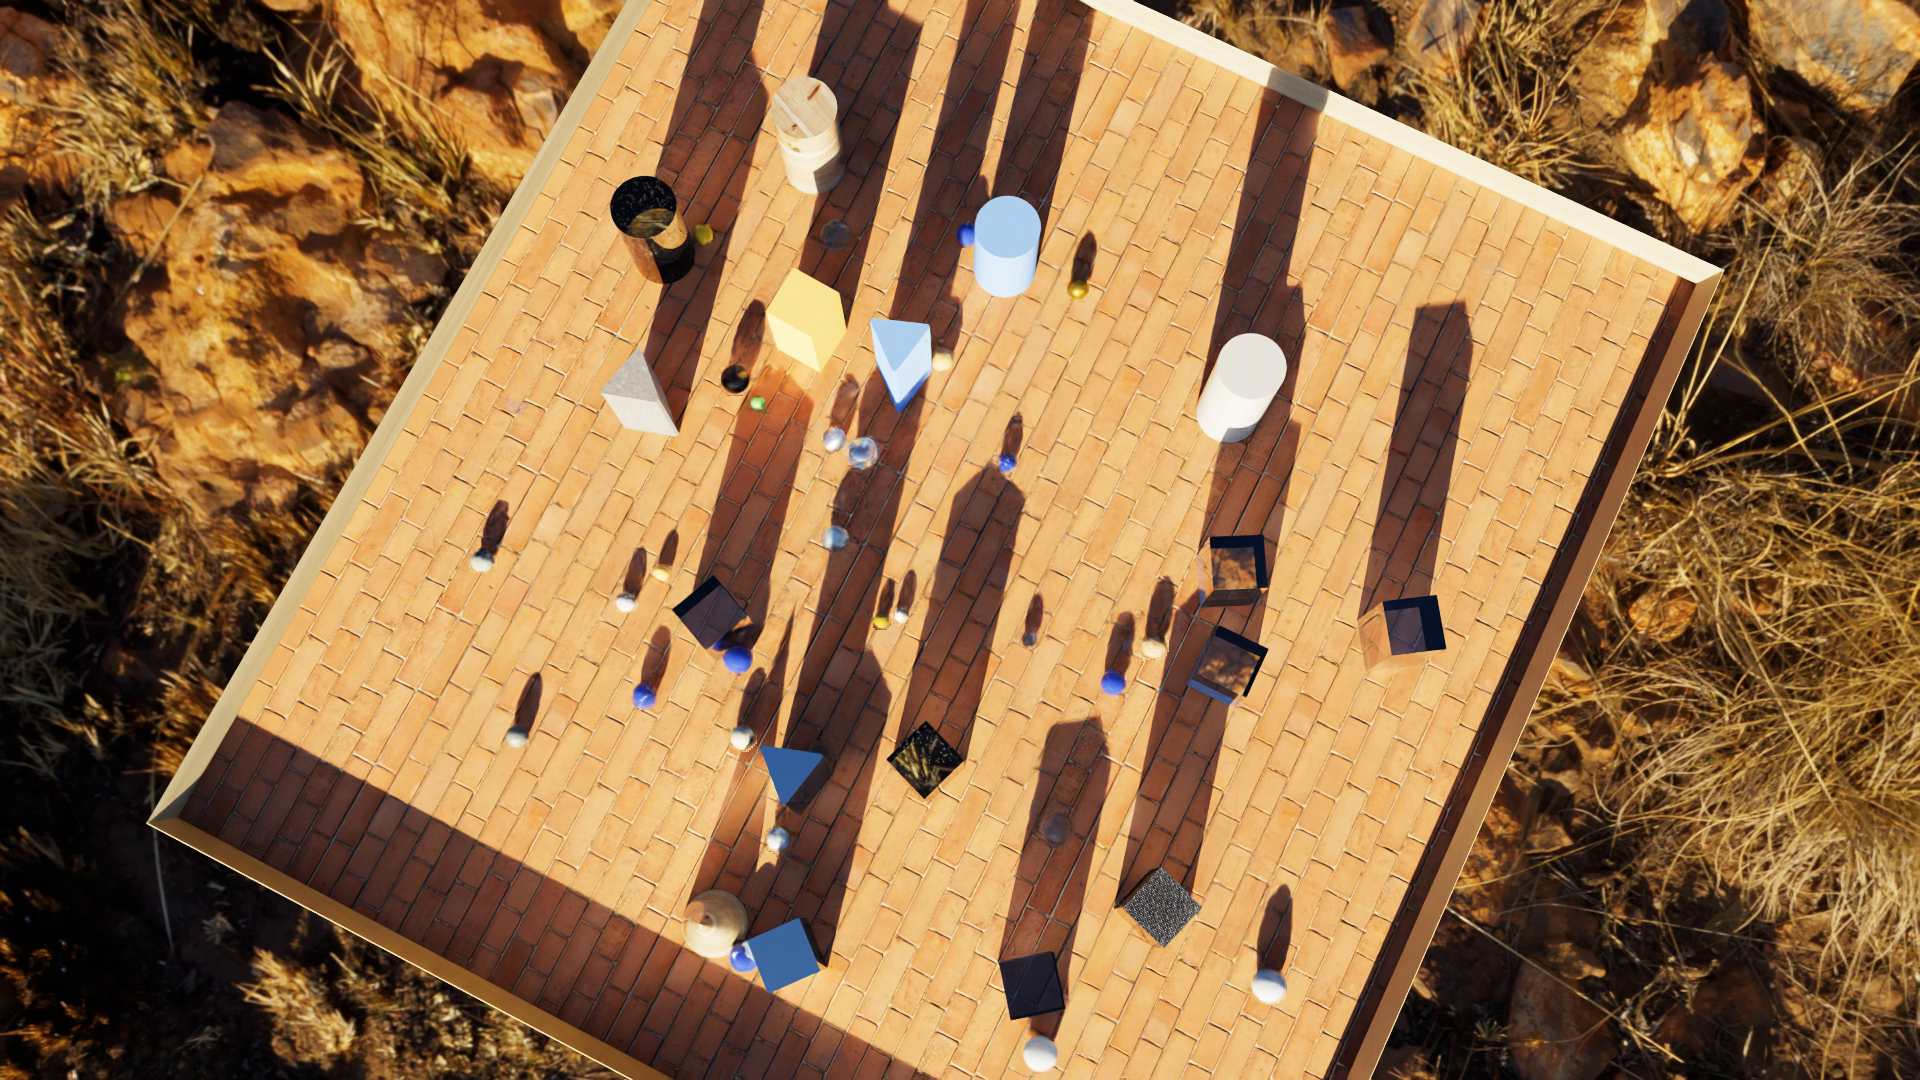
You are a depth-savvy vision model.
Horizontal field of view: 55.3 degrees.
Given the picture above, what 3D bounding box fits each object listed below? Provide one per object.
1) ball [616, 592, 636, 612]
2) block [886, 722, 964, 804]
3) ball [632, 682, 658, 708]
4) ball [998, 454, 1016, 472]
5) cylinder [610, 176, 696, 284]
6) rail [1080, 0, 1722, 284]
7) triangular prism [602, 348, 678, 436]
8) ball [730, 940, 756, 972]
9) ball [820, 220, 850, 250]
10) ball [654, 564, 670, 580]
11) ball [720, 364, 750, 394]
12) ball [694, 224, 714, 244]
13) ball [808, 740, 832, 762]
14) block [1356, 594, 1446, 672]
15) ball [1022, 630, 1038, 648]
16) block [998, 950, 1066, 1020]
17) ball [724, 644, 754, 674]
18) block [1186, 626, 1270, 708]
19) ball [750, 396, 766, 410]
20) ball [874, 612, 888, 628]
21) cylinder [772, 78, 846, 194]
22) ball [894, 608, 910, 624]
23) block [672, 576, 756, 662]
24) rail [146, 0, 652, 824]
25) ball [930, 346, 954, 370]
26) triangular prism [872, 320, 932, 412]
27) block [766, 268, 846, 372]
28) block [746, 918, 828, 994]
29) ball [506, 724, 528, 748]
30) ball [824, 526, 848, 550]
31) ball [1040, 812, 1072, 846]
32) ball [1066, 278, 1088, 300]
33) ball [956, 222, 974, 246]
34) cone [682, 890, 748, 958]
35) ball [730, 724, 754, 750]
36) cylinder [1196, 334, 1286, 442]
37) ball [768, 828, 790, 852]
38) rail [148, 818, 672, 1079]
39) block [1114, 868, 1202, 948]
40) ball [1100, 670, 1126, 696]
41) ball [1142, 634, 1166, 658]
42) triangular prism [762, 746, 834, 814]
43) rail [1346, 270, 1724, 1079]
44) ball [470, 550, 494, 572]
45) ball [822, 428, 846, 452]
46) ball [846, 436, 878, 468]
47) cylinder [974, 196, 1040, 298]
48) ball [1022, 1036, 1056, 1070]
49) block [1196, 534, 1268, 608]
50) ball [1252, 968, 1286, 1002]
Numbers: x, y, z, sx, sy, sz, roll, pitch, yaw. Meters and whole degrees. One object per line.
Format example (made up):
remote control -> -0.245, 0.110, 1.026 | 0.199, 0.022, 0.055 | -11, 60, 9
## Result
ball -> -1.011, 0.188, 5.547 | 0.060, 0.060, 0.060 | 0, 78, 0
block -> -0.099, 0.652, 5.335 | 0.158, 0.287, 0.158 | -43, 82, -8
ball -> -0.944, 0.463, 5.483 | 0.074, 0.074, 0.074 | 0, 78, 0
ball -> 0.145, -0.237, 5.636 | 0.058, 0.058, 0.058 | 0, 78, 0
cylinder -> -0.936, -0.944, 5.609 | 0.197, 0.397, 0.197 | 0, 78, 0
rail -> 0.800, -1.560, 5.873 | 3.467, 0.128, 0.045 | 26, 80, 5
triangular prism -> -0.946, -0.449, 5.513 | 0.171, 0.384, 0.148 | 9, 78, 2
ball -> -0.624, 1.209, 5.320 | 0.091, 0.091, 0.091 | 0, 78, 0
ball -> -0.391, -0.960, 5.767 | 0.095, 0.095, 0.095 | 0, 78, 0
ball -> -0.908, 0.099, 5.571 | 0.048, 0.048, 0.048 | 0, 78, 0
ball -> -0.696, -0.498, 5.673 | 0.092, 0.092, 0.092 | 0, 78, 0
ball -> -0.809, -0.964, 5.784 | 0.062, 0.062, 0.062 | 0, 78, 0
ball -> -0.415, 0.632, 5.444 | 0.074, 0.074, 0.074 | 0, 78, 0
block -> 1.293, 0.277, 5.384 | 0.158, 0.343, 0.158 | -7, 78, -1
ball -> 0.209, 0.299, 5.529 | 0.050, 0.050, 0.050 | 0, 78, 0
block -> 0.202, 1.270, 5.233 | 0.158, 0.237, 0.158 | -11, 79, -2
ball -> -0.664, 0.355, 5.489 | 0.088, 0.088, 0.088 | 0, 78, 0
block -> 0.787, 0.376, 5.409 | 0.158, 0.254, 0.158 | 26, 79, 5
ball -> -0.626, -0.424, 5.681 | 0.046, 0.046, 0.046 | 0, 78, 0
ball -> -0.239, 0.242, 5.543 | 0.046, 0.046, 0.046 | 0, 78, 0
cylinder -> -0.464, -1.242, 5.656 | 0.197, 0.426, 0.197 | 0, 78, 0
ball -> -0.176, 0.227, 5.544 | 0.049, 0.049, 0.049 | 0, 78, 0
block -> -0.727, 0.235, 5.444 | 0.158, 0.243, 0.158 | -40, 81, -8
rail -> -1.529, -0.742, 5.704 | 0.045, 0.128, 3.624 | 26, 80, 5
ball -> -0.058, -0.564, 5.696 | 0.074, 0.074, 0.074 | 0, 78, 0
triangular prism -> -0.198, -0.551, 5.506 | 0.148, 0.440, 0.171 | 36, 81, 7
block -> -0.464, -0.664, 5.572 | 0.158, 0.357, 0.158 | 30, 80, 6
block -> -0.491, 1.184, 5.231 | 0.158, 0.274, 0.158 | -23, 79, -5
ball -> -1.320, 0.584, 5.462 | 0.066, 0.066, 0.066 | 0, 78, 0
ball -> -0.377, -0.007, 5.579 | 0.076, 0.076, 0.076 | 0, 78, 0
ball -> 0.282, 0.848, 5.391 | 0.098, 0.098, 0.098 | 0, 78, 0
ball -> 0.370, -0.789, 5.745 | 0.069, 0.069, 0.069 | 0, 78, 0
ball -> 0.024, -0.965, 5.779 | 0.073, 0.073, 0.073 | 0, 78, 0
cone -> -0.720, 1.093, 5.221 | 0.197, 0.332, 0.197 | 0, 78, 0
ball -> -0.648, 0.587, 5.458 | 0.072, 0.072, 0.072 | 0, 78, 0
cylinder -> 0.833, -0.447, 5.463 | 0.197, 0.481, 0.197 | 0, 78, 0
ball -> -0.534, 0.883, 5.400 | 0.067, 0.067, 0.067 | 0, 78, 0
rail -> -0.800, 1.573, 5.225 | 3.467, 0.128, 0.045 | 26, 80, 5
block -> 0.563, 1.053, 5.244 | 0.158, 0.303, 0.158 | 43, 82, 8
ball -> 0.460, 0.428, 5.489 | 0.077, 0.077, 0.077 | 0, 78, 0
ball -> 0.584, 0.318, 5.512 | 0.075, 0.075, 0.075 | 0, 78, 0
triangular prism -> -0.485, 0.658, 5.231 | 0.148, 0.489, 0.171 | 38, 81, 7
rail -> 1.529, 0.756, 5.394 | 0.045, 0.128, 3.624 | 26, 80, 5
ball -> -1.451, 0.064, 5.568 | 0.069, 0.069, 0.069 | 0, 78, 0
ball -> -0.387, -0.309, 5.642 | 0.076, 0.076, 0.076 | 0, 78, 0
ball -> -0.299, -0.268, 5.612 | 0.099, 0.099, 0.099 | 0, 78, 0
cylinder -> 0.142, -0.897, 5.625 | 0.197, 0.347, 0.197 | 0, 78, 0
ball -> 0.229, 1.473, 5.262 | 0.098, 0.098, 0.098 | 0, 78, 0
block -> 0.806, 0.095, 5.445 | 0.158, 0.297, 0.158 | -3, 78, -1
ball -> 0.892, 1.289, 5.301 | 0.096, 0.096, 0.096 | 0, 78, 0
